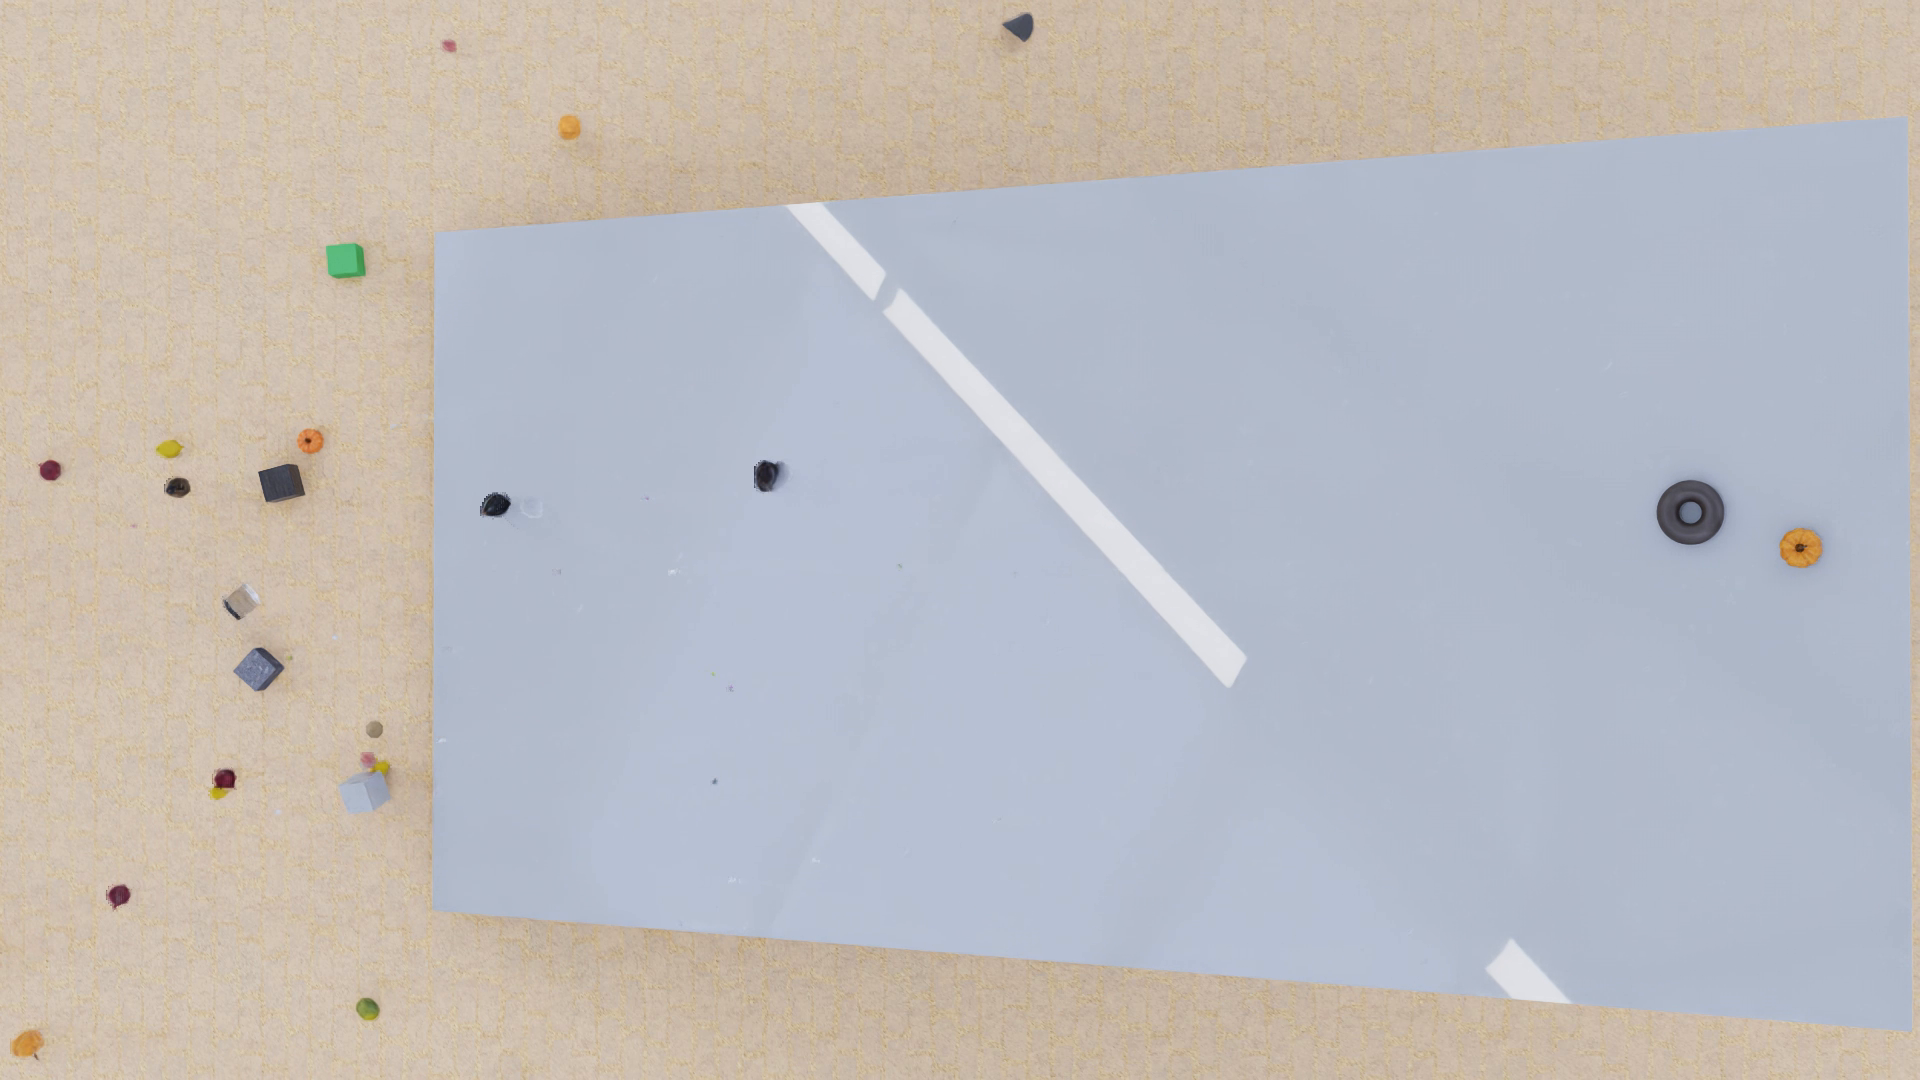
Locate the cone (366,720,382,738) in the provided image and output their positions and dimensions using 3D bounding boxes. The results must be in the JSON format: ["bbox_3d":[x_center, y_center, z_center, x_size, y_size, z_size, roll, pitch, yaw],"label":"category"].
[{"bbox_3d":[-1.751,0.566,6.548,0.052,0.052,0.052,0,89,0],"label":"cone"}]

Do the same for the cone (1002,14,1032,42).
[{"bbox_3d":[0.161,-1.538,6.580,0.083,0.083,0.083,14,89,27],"label":"cone"}]

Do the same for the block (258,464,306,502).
[{"bbox_3d":[-2.016,-0.168,6.536,0.093,0.093,0.093,-15,89,0],"label":"block"}]

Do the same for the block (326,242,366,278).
[{"bbox_3d":[-1.828,-0.831,6.547,0.087,0.087,0.087,-6,89,0],"label":"block"}]

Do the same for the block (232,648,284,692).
[{"bbox_3d":[-2.081,0.384,6.531,0.090,0.090,0.090,42,90,0],"label":"block"}]

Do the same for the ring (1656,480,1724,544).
[{"bbox_3d":[1.652,-0.062,4.975,0.148,0.049,0.148,0,91,26],"label":"ring"}]

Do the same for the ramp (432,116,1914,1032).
[{"bbox_3d":[0.282,0.082,5.692,4.000,0.100,2.000,0,89,25],"label":"ramp"}]

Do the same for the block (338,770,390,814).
[{"bbox_3d":[-1.760,0.746,6.503,0.092,0.092,0.092,-11,103,23],"label":"block"}]
